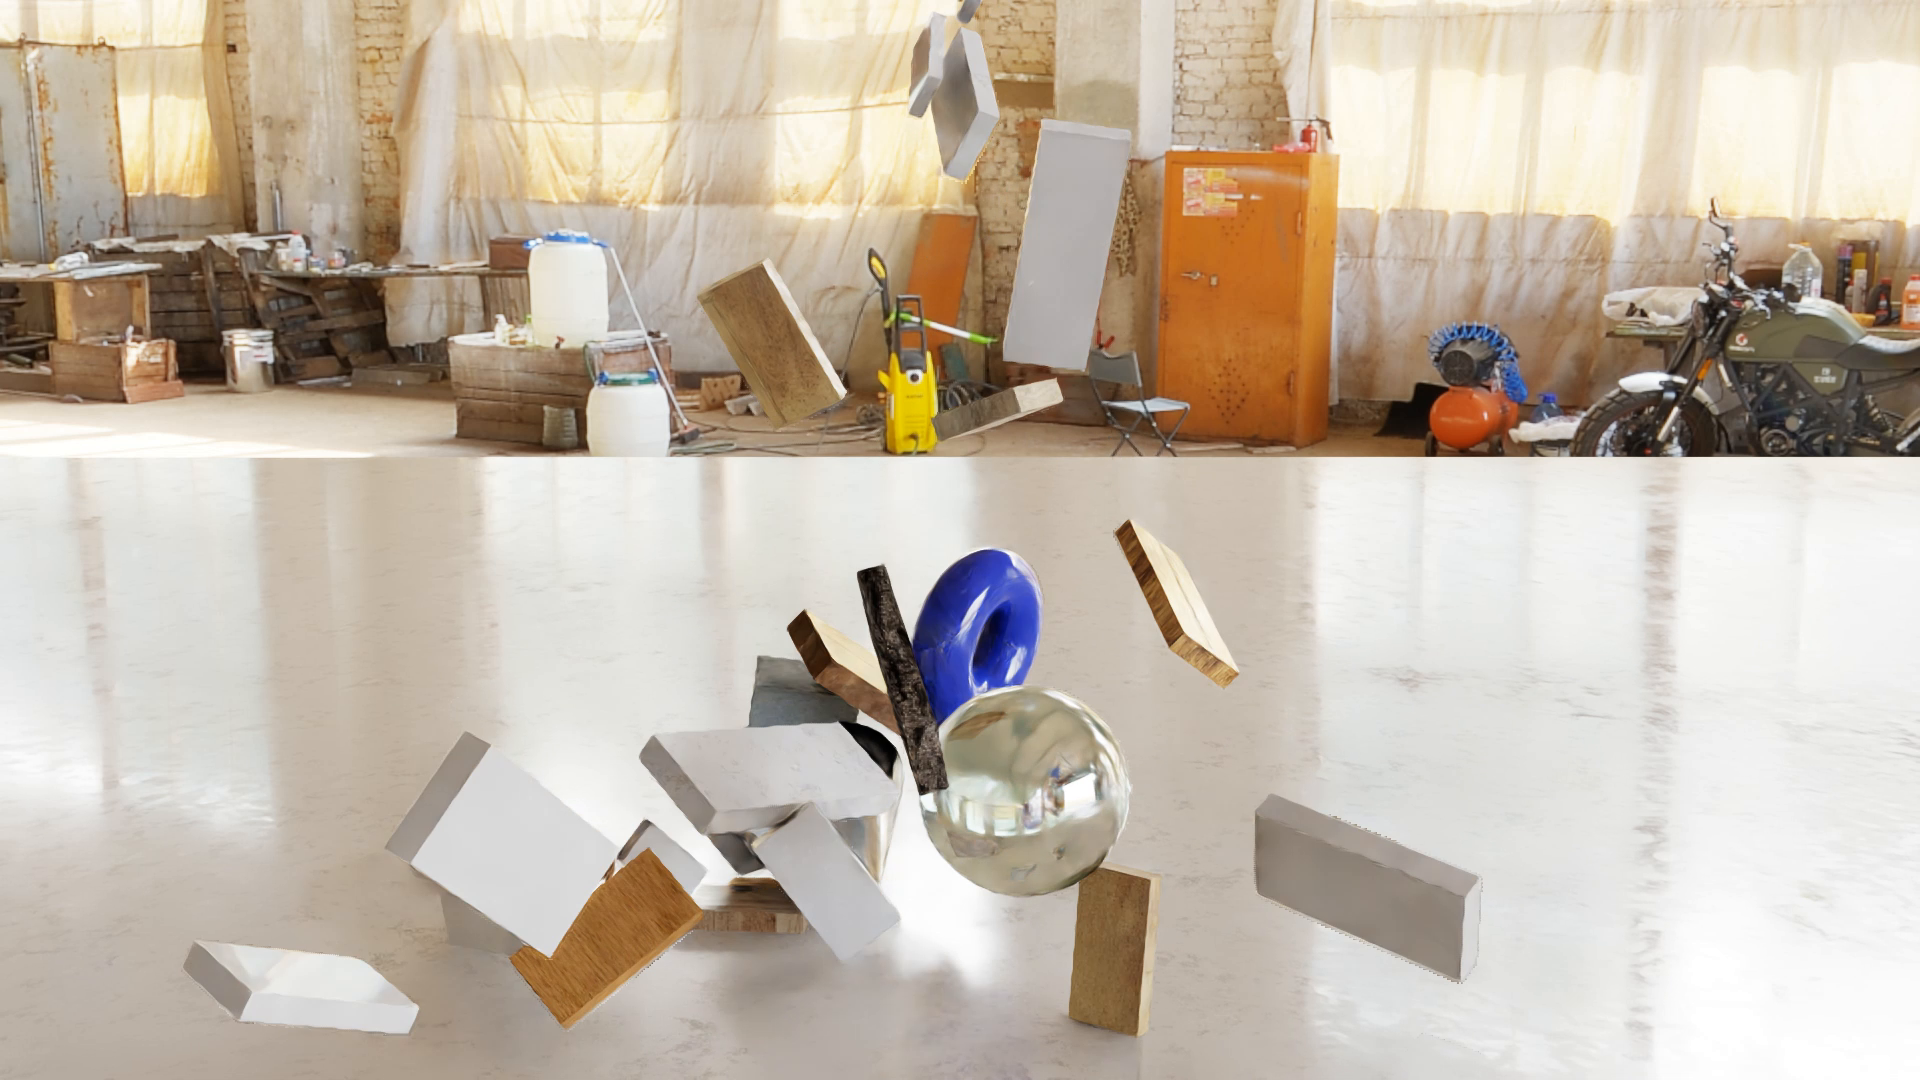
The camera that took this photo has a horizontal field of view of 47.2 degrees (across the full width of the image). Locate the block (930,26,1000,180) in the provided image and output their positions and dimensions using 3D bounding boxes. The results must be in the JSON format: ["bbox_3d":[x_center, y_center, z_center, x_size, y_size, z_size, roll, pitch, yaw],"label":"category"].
[{"bbox_3d":[0.003,-0.703,3.537,0.036,0.126,0.252,15,39,-22],"label":"block"}]

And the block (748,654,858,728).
[{"bbox_3d":[-0.278,0.324,3.840,0.181,0.181,0.181,8,13,-5],"label":"block"}]

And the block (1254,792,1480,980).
[{"bbox_3d":[0.250,0.214,1.361,0.143,0.072,0.020,20,43,32],"label":"block"}]

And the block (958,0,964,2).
[{"bbox_3d":[0.019,-0.988,3.639,0.024,0.172,0.086,14,-20,-16],"label":"block"}]

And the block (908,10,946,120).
[{"bbox_3d":[-0.053,-0.771,3.566,0.024,0.086,0.172,17,46,-16],"label":"block"}]

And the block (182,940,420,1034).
[{"bbox_3d":[-0.745,0.509,2.496,0.121,0.034,0.242,26,1,37],"label":"block"}]

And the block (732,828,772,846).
[{"bbox_3d":[-0.267,0.510,3.545,0.239,0.034,0.120,38,-18,-19],"label":"block"}]

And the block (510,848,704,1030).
[{"bbox_3d":[-0.489,0.551,3.050,0.242,0.034,0.121,-38,69,-16],"label":"block"}]

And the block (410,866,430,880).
[{"bbox_3d":[-0.787,0.561,3.694,0.300,0.020,0.072,6,34,30],"label":"block"}]

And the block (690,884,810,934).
[{"bbox_3d":[-0.360,0.595,3.551,0.239,0.034,0.120,1,11,6],"label":"block"}]

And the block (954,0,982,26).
[{"bbox_3d":[0.051,-0.935,3.626,0.024,0.172,0.086,32,-28,-7],"label":"block"}]

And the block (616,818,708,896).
[{"bbox_3d":[-0.446,0.486,3.299,0.020,0.072,0.144,17,-24,47],"label":"block"}]

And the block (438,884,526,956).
[{"bbox_3d":[-0.717,0.565,3.357,0.034,0.120,0.239,-14,6,-41],"label":"block"}]

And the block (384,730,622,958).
[{"bbox_3d":[-0.571,0.390,2.785,0.048,0.168,0.337,22,-19,32],"label":"block"}]

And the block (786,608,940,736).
[{"bbox_3d":[-0.141,0.256,3.777,0.337,0.048,0.168,37,10,-34],"label":"block"}]

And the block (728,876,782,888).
[{"bbox_3d":[-0.334,0.581,3.678,0.103,0.015,0.051,2,11,9],"label":"block"}]

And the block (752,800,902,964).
[{"bbox_3d":[-0.203,0.519,3.346,0.114,0.228,0.032,-37,11,-2],"label":"block"}]

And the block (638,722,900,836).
[{"bbox_3d":[-0.289,0.367,3.426,0.168,0.048,0.449,46,23,27],"label":"block"}]

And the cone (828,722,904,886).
[{"bbox_3d":[-0.180,0.500,3.643,0.287,0.287,0.287,-4,29,-21],"label":"cone"}]

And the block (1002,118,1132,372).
[{"bbox_3d":[0.152,-0.425,3.206,0.126,0.378,0.036,7,35,-4],"label":"block"}]

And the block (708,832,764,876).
[{"bbox_3d":[-0.371,0.508,3.627,0.051,0.103,0.015,-22,27,27],"label":"block"}]

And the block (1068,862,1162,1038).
[{"bbox_3d":[0.219,0.576,3.111,0.114,0.228,0.032,9,8,34],"label":"block"}]

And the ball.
[{"bbox_3d":[0.087,0.341,2.998,0.289,0.289,0.289,0,11,0],"label":"ball"}]

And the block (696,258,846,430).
[{"bbox_3d":[-0.299,-0.312,3.505,0.126,0.252,0.036,-23,20,21],"label":"block"}]

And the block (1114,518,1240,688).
[{"bbox_3d":[0.317,0.089,3.250,0.113,0.032,0.352,36,17,-24],"label":"block"}]

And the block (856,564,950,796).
[{"bbox_3d":[-0.061,0.146,2.323,0.032,0.113,0.226,-15,48,-5],"label":"block"}]

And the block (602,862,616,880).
[{"bbox_3d":[-0.566,0.438,3.177,0.144,0.072,0.020,28,61,11],"label":"block"}]

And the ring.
[{"bbox_3d":[0.030,0.169,3.776,0.108,0.325,0.325,18,18,30],"label":"ring"}]

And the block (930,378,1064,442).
[{"bbox_3d":[0.050,-0.167,2.807,0.113,0.032,0.226,-19,1,17],"label":"block"}]
